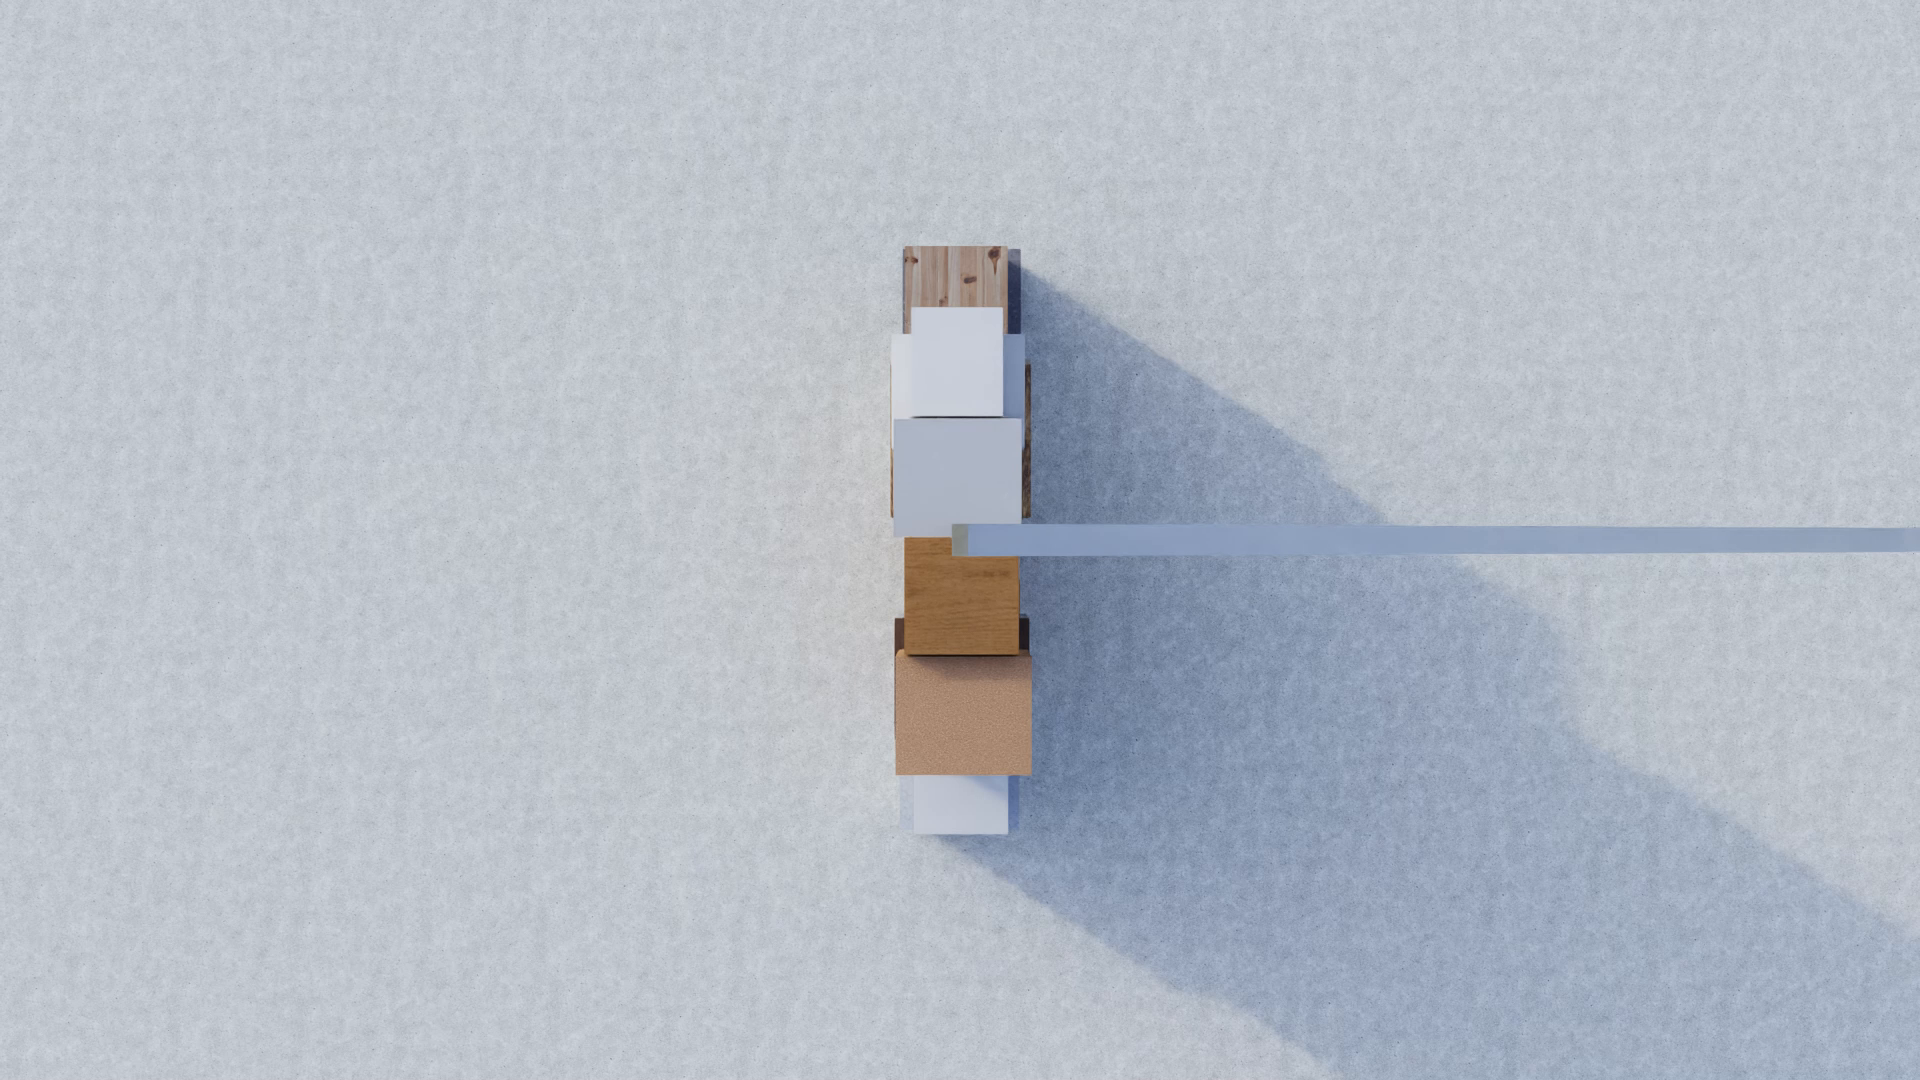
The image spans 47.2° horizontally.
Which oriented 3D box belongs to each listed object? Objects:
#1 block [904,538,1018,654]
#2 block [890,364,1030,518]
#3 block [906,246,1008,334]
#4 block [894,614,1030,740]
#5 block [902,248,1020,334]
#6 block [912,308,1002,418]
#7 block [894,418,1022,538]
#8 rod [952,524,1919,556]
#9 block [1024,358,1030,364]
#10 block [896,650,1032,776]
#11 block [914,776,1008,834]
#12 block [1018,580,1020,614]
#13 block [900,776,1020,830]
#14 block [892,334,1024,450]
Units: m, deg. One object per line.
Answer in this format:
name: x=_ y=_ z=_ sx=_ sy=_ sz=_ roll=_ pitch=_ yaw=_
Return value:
block: x=0.007 y=0.264 z=10.663 sx=0.539 sy=0.605 sz=0.551 roll=0 pitch=90 yaw=0
block: x=0.004 y=-0.526 z=11.994 sx=0.743 sy=0.704 sz=0.808 roll=0 pitch=90 yaw=0
block: x=-0.020 y=-1.260 z=12.080 sx=0.552 sy=0.528 sz=0.640 roll=0 pitch=90 yaw=0
block: x=0.010 y=0.725 z=11.838 sx=0.704 sy=0.733 sz=0.635 roll=0 pitch=90 yaw=0
block: x=0.010 y=-1.330 z=12.672 sx=0.663 sy=0.656 sz=0.608 roll=0 pitch=90 yaw=0
block: x=-0.014 y=-0.854 z=10.777 sx=0.438 sy=0.485 sz=0.522 roll=0 pitch=90 yaw=0
block: x=-0.012 y=-0.298 z=10.747 sx=0.610 sy=0.550 sz=0.565 roll=0 pitch=91 yaw=0
rod: x=2.234 y=0.000 z=6.747 sx=5.200 sy=0.080 sz=0.080 roll=0 pitch=90 yaw=-31
block: x=0.016 y=-0.687 z=12.673 sx=0.761 sy=0.654 sz=0.659 roll=0 pitch=90 yaw=0
block: x=0.017 y=0.834 z=10.749 sx=0.646 sy=0.639 sz=0.563 roll=0 pitch=90 yaw=0
block: x=0.006 y=1.316 z=12.106 sx=0.507 sy=0.597 sz=0.527 roll=0 pitch=90 yaw=0
block: x=0.013 y=0.575 z=12.602 sx=0.638 sy=0.795 sz=0.703 roll=0 pitch=90 yaw=0
block: x=-0.004 y=1.285 z=12.702 sx=0.674 sy=0.596 sz=0.698 roll=0 pitch=90 yaw=0
block: x=-0.009 y=-0.747 z=11.331 sx=0.669 sy=0.622 sz=0.571 roll=0 pitch=90 yaw=0
